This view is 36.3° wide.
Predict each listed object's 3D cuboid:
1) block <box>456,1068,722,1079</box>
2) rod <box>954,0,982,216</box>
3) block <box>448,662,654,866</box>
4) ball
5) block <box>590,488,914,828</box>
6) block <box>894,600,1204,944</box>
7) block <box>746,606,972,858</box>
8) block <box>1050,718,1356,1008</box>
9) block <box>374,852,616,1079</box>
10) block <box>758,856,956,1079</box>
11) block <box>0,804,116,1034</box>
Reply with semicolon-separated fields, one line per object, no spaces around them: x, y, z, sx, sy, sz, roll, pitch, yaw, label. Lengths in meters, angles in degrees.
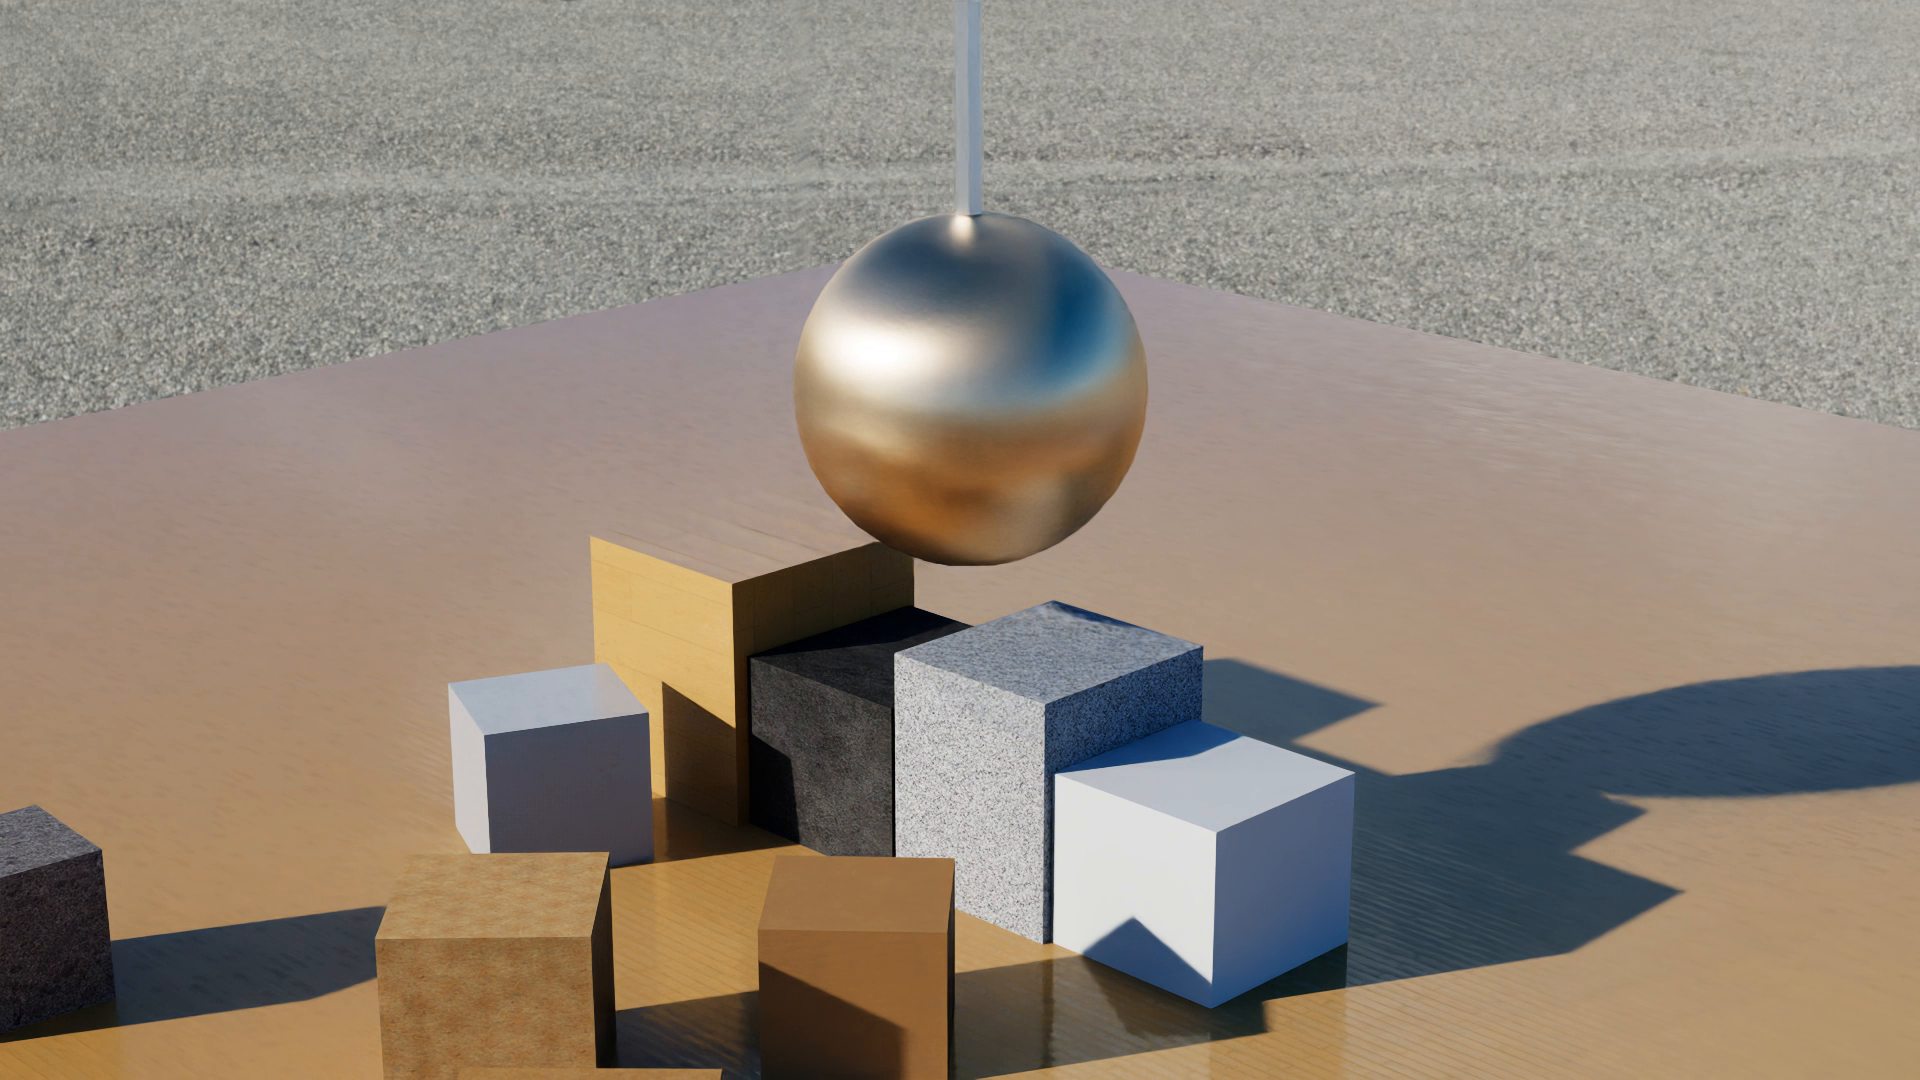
-1.210;2.329;9.295;0.854;0.983;0.898;0;17;1;block
0.021;-3.914;12.133;0.080;5.200;0.080;17;25;42;rod
-1.913;1.078;13.697;0.767;0.730;0.726;-7;19;-21;block
0.048;-0.679;13.178;1.600;1.600;1.600;0;17;0;ball
-1.016;0.550;14.553;1.180;1.224;1.058;-17;24;-42;block
0.399;1.020;13.238;0.915;1.115;1.036;17;24;42;block
-0.280;0.944;13.924;1.059;0.851;0.979;-17;24;-42;block
1.043;1.373;12.656;0.917;0.792;0.913;-17;24;-42;block
-1.786;1.752;11.412;0.801;0.815;0.785;0;17;-1;block
-0.403;1.718;11.793;0.736;0.651;0.716;1;17;2;block
-4.005;1.592;12.156;0.715;0.673;0.633;-15;23;-39;block
